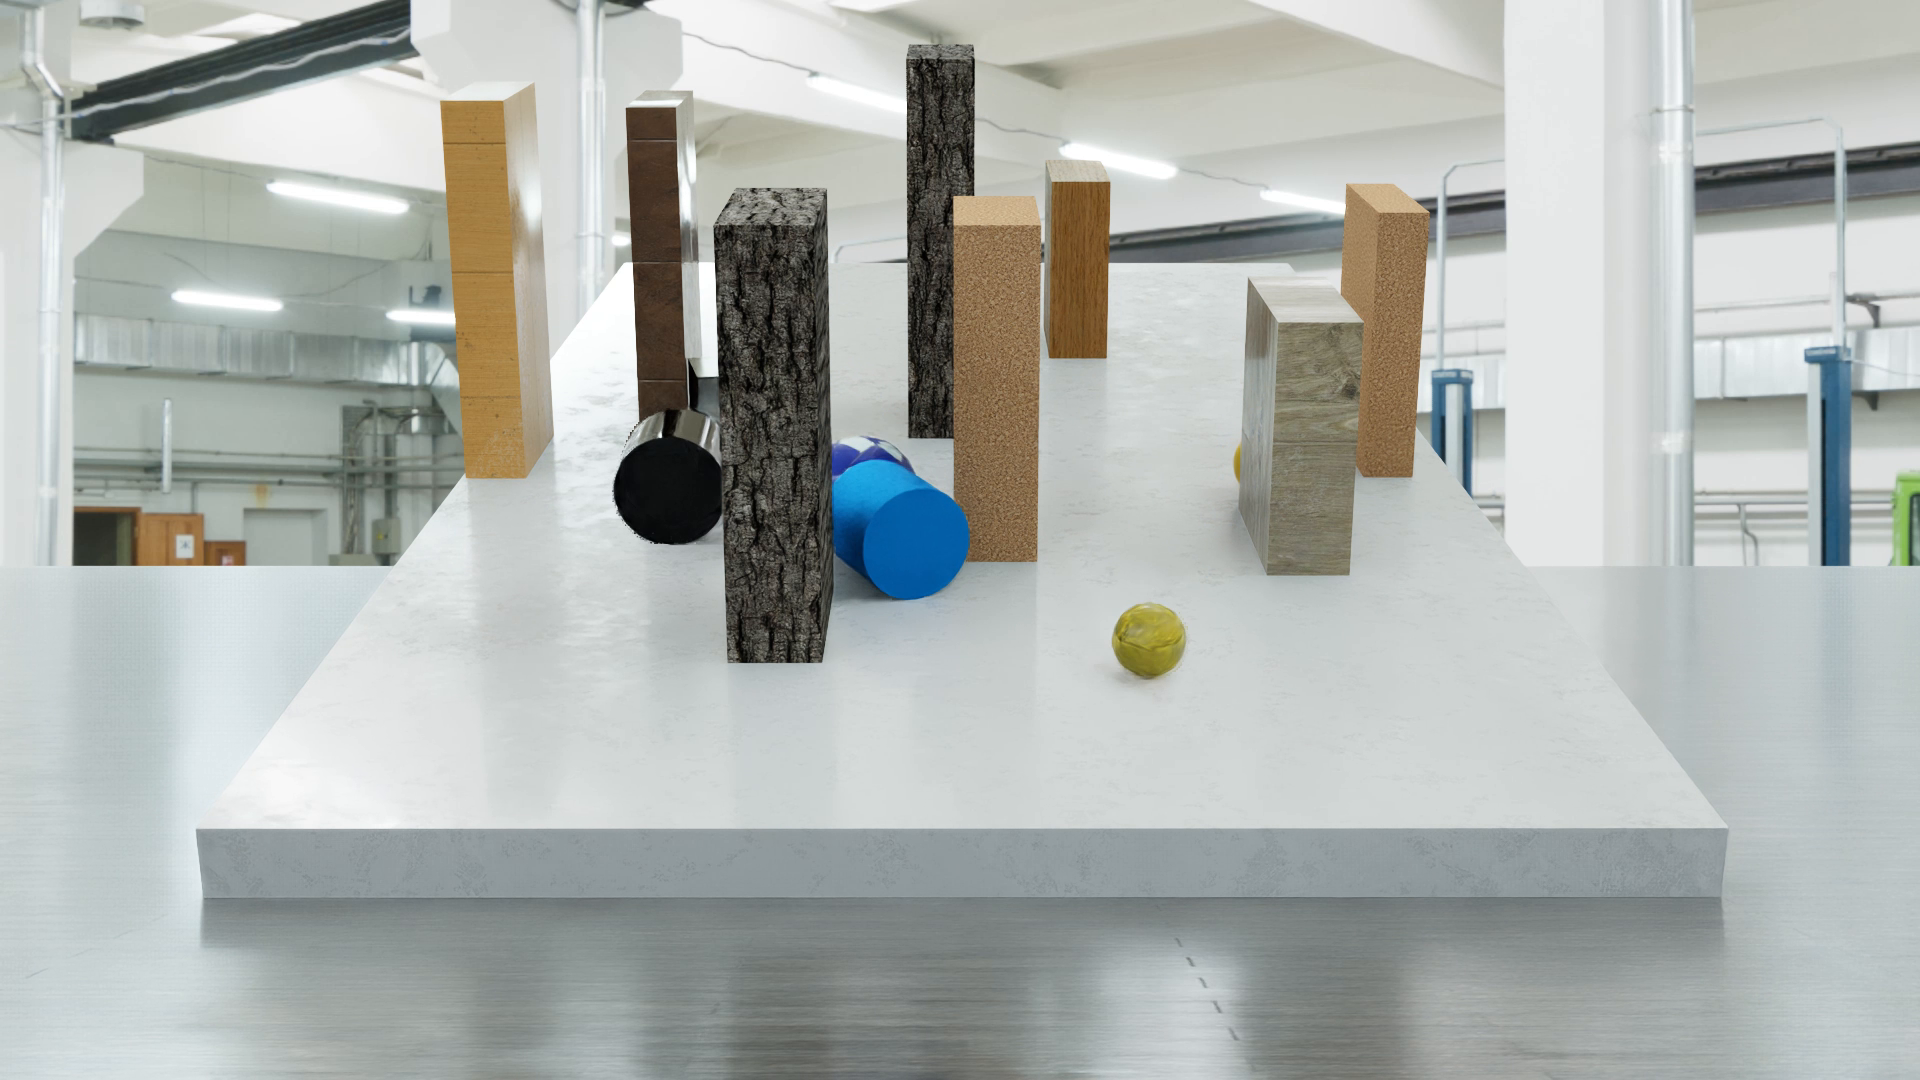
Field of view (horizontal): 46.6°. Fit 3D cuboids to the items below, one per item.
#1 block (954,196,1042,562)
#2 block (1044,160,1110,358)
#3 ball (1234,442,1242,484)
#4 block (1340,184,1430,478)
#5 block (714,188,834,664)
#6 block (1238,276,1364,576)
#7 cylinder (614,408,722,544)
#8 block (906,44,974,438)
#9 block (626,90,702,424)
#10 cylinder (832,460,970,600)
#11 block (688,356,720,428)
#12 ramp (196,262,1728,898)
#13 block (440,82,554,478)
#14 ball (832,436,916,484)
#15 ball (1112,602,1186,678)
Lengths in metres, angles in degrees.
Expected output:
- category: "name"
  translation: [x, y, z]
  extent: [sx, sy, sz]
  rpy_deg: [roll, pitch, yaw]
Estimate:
- category: "block"
  translation: [0.063, -0.296, 4.032]
  extent: [0.149, 0.602, 0.319]
  rpy_deg: [0, 18, 0]
- category: "block"
  translation: [0.291, -0.712, 5.617]
  extent: [0.142, 0.436, 0.372]
  rpy_deg: [0, 18, 0]
- category: "ball"
  translation: [0.600, -0.148, 4.332]
  extent: [0.140, 0.140, 0.140]
  rpy_deg: [0, -1, 0]
- category: "block"
  translation: [0.862, -0.438, 4.594]
  extent: [0.099, 0.535, 0.379]
  rpy_deg: [0, 18, 0]
- category: "block"
  translation: [-0.290, -0.190, 3.555]
  extent: [0.148, 0.687, 0.361]
  rpy_deg: [0, 18, 0]
- category: "block"
  translation: [0.608, -0.214, 4.025]
  extent: [0.145, 0.451, 0.406]
  rpy_deg: [0, 18, 0]
- category: "cylinder"
  translation: [-0.528, -0.119, 4.129]
  extent: [0.204, 0.204, 0.204]
  rpy_deg: [0, 18, -2]
- category: "block"
  translation: [-0.041, -0.647, 4.812]
  extent: [0.140, 0.798, 0.328]
  rpy_deg: [0, 18, 0]
- category: "block"
  translation: [-0.626, -0.584, 4.763]
  extent: [0.102, 0.707, 0.316]
  rpy_deg: [0, 18, 0]
- category: "cylinder"
  translation: [-0.113, -0.020, 3.833]
  extent: [0.195, 0.195, 0.195]
  rpy_deg: [0, 16, -25]
- category: "block"
  translation: [-0.465, -0.276, 4.661]
  extent: [0.182, 0.182, 0.182]
  rpy_deg: [-4, 18, -12]
- category: "ramp"
  translation: [-0.003, -0.182, 4.831]
  extent: [2.000, 0.100, 4.000]
  rpy_deg: [0, 18, 0]
- category: "block"
  translation: [-0.932, -0.531, 4.526]
  extent: [0.121, 0.749, 0.336]
  rpy_deg: [0, 18, 0]
- category: "ball"
  translation: [-0.178, -0.084, 4.014]
  extent: [0.208, 0.208, 0.208]
  rpy_deg: [0, -1, 0]
- category: "ball"
  translation: [0.290, 0.153, 3.422]
  extent: [0.115, 0.115, 0.115]
  rpy_deg: [0, -1, 0]
